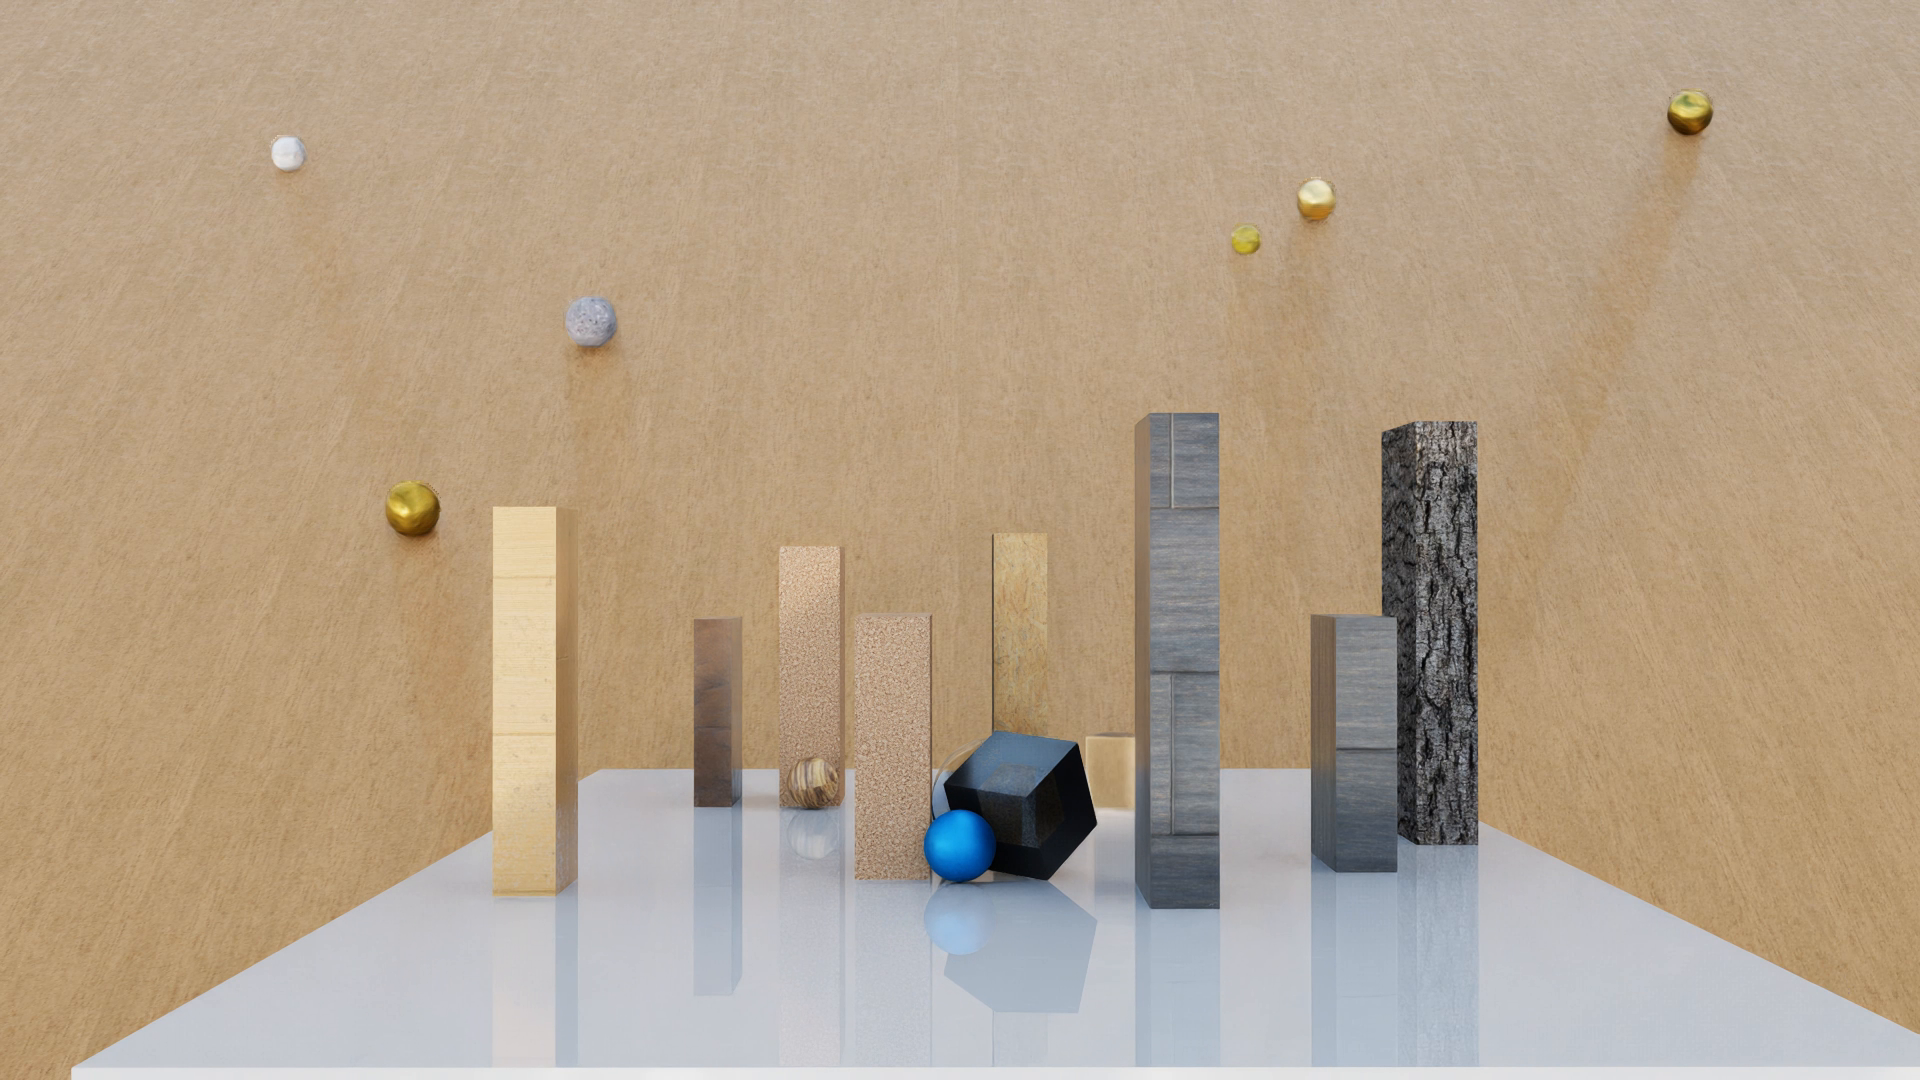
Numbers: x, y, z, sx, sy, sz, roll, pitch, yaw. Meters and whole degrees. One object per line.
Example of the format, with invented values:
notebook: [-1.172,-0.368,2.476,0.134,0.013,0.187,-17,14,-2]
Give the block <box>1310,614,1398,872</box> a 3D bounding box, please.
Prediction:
block: [0.696,0.352,4.591,0.105,0.436,0.316,0,-1,0]

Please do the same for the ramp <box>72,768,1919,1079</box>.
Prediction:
ramp: [0.070,0.622,4.707,2.000,0.100,4.000,0,-1,0]

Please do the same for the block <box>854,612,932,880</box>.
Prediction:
block: [-0.113,0.351,4.538,0.126,0.439,0.405,0,-1,0]

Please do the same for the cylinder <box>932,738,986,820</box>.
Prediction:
cylinder: [0.054,0.467,4.635,0.210,0.210,0.210,0,-1,0]

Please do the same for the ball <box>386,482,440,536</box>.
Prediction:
ball: [-1.652,-0.092,7.824,0.163,0.163,0.163,0,32,0]

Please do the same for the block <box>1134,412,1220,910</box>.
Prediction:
block: [0.344,0.186,4.135,0.106,0.759,0.344,0,-1,0]

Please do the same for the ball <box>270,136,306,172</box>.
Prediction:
ball: [-2.630,-1.513,10.155,0.136,0.136,0.136,0,32,0]

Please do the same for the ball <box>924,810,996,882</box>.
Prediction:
ball: [0.000,0.508,4.301,0.120,0.120,0.120,0,32,0]

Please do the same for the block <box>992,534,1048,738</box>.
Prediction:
block: [0.111,0.281,4.892,0.098,0.585,0.299,0,-1,0]

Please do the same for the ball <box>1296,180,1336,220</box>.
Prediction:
ball: [1.344,-1.281,9.764,0.151,0.151,0.151,0,32,0]

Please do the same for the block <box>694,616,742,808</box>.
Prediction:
block: [-0.539,0.378,5.788,0.082,0.410,0.279,0,-1,0]

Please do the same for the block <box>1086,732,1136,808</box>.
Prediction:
block: [0.372,0.506,5.712,0.152,0.152,0.152,0,-1,21]

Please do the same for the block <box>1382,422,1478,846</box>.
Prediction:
block: [0.916,0.177,5.069,0.116,0.797,0.394,0,-1,0]

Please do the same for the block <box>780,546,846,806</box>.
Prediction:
block: [-0.329,0.300,5.806,0.132,0.568,0.269,0,-1,0]

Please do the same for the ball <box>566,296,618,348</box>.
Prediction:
ball: [-1.263,-0.745,8.871,0.177,0.177,0.177,0,32,0]

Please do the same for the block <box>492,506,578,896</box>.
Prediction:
block: [-0.693,0.258,4.241,0.100,0.619,0.243,0,-1,0]

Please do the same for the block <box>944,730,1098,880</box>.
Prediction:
block: [0.104,0.448,4.388,0.168,0.168,0.168,5,32,35]

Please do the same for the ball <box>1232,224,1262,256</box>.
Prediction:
ball: [1.051,-1.102,9.512,0.111,0.111,0.111,0,32,0]

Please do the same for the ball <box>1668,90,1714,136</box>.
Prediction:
ball: [2.946,-1.723,10.454,0.179,0.179,0.179,0,32,0]

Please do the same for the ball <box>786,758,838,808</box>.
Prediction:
ball: [-0.319,0.526,5.614,0.111,0.111,0.111,0,32,0]
